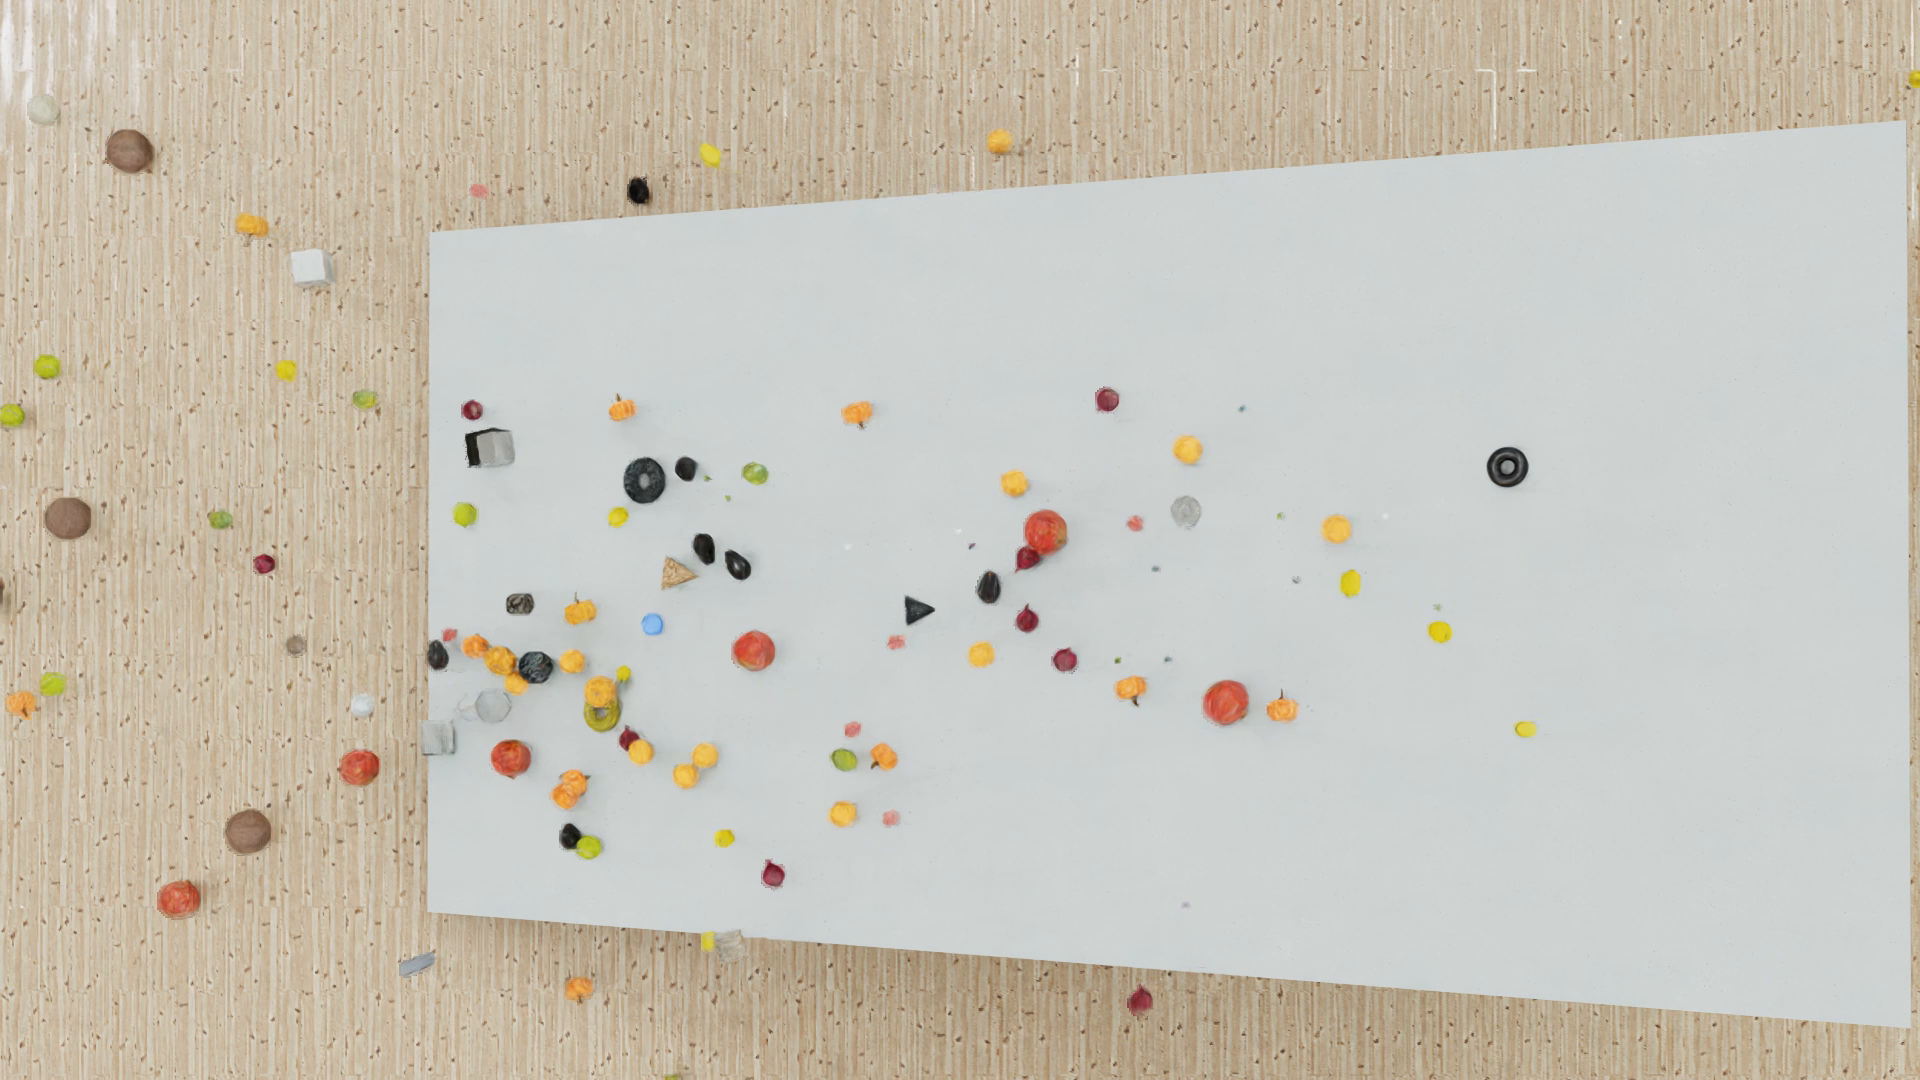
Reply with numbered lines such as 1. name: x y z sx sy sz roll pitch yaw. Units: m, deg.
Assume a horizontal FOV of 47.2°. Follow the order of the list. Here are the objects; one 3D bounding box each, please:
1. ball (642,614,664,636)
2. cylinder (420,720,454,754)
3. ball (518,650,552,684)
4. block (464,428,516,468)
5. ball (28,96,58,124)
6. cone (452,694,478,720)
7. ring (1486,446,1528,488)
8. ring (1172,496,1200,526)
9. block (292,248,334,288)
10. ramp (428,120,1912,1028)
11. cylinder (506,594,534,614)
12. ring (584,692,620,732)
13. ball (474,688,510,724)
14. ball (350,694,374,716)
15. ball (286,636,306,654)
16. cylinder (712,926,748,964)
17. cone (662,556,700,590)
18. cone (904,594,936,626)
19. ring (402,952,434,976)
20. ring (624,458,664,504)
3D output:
1. ball: -0.856 0.236 6.121 0.062 0.062 0.062 0 89 0
2. cylinder: -1.518 0.574 6.394 0.093 0.093 0.093 -3 88 0
3. ball: -1.209 0.363 6.258 0.096 0.096 0.096 0 89 0
4. block: -1.352 -0.264 6.331 0.095 0.095 0.095 -12 85 23
5. ball: -2.726 -1.280 6.540 0.081 0.081 0.081 0 89 0
6. cone: -1.448 0.488 6.374 0.078 0.078 0.078 0 89 24
7. ring: 1.291 -0.172 5.185 0.098 0.033 0.098 -2 85 25
8. ring: 0.566 -0.072 5.510 0.078 0.026 0.078 0 90 25
9. block: -1.921 -0.807 6.528 0.090 0.090 0.090 -7 88 1
10. ramp: 0.283 0.083 5.704 4.000 0.100 2.000 0 89 24
11. cylinder: -1.262 0.184 6.305 0.057 0.057 0.057 -3 89 24
12. ring: -1.010 0.485 6.200 0.117 0.039 0.117 -1 87 24
13. ball: -1.342 0.477 6.314 0.100 0.100 0.100 0 89 0
14. ball: -1.774 0.490 6.526 0.067 0.067 0.067 0 89 0
15. ball: -1.975 0.313 6.533 0.056 0.056 0.056 0 89 0
16. cylinder: -0.627 1.107 6.001 0.076 0.076 0.076 -25 69 0
17. cone: -0.771 0.096 6.095 0.097 0.097 0.097 8 89 -3
18. cone: -0.101 0.185 5.798 0.085 0.085 0.085 -3 89 -3
19. ring: -1.603 1.255 6.501 0.103 0.103 0.034 -27 96 0
20. ring: -0.883 -0.165 6.149 0.131 0.044 0.131 0 90 25
